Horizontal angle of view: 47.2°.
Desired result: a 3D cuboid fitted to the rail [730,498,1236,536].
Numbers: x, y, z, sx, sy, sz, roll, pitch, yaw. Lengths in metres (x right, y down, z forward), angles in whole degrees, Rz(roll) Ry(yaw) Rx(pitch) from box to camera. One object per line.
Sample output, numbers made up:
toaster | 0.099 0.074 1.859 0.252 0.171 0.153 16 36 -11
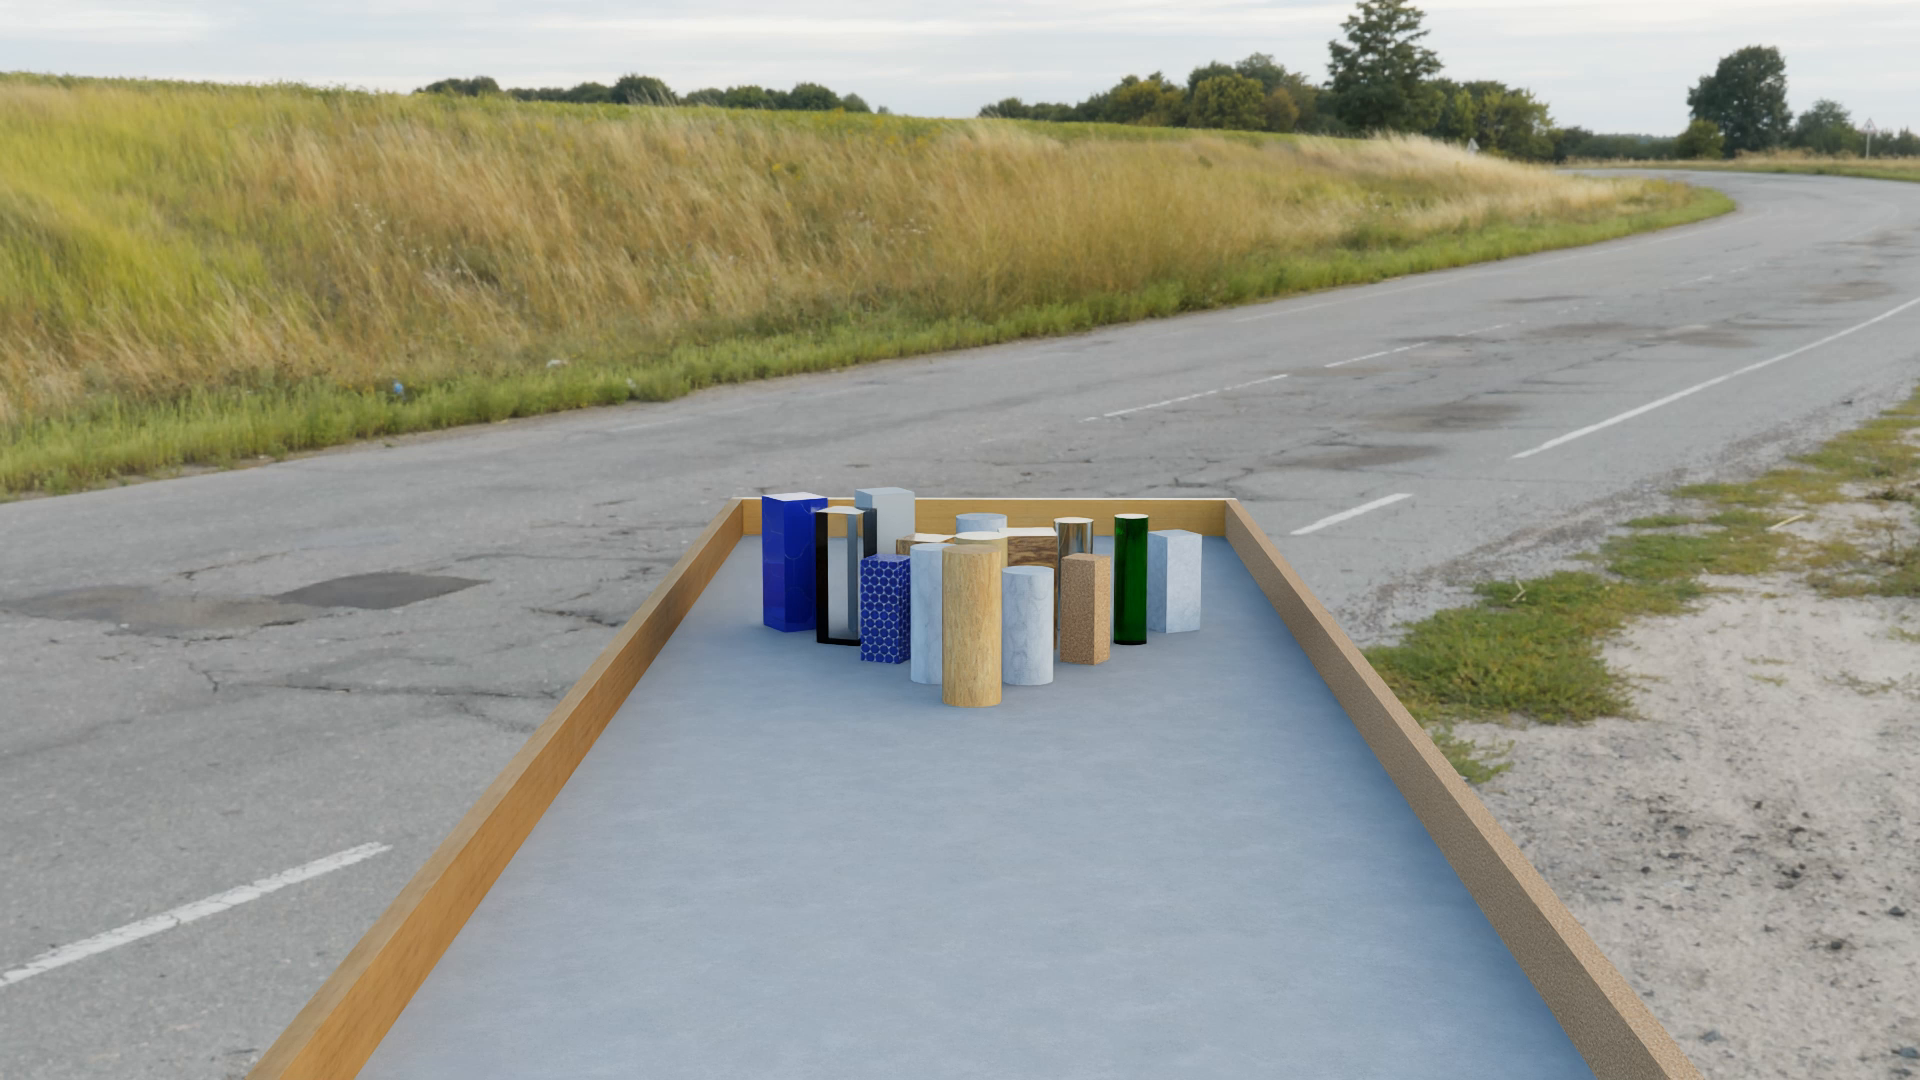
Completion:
rail | 0.099 -0.098 9.147 2.100 0.150 0.050 0 9 1

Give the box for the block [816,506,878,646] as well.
block | -0.358 0.112 6.962 0.145 0.419 0.145 4 10 23

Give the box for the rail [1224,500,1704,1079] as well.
rail | 1.046 0.843 3.208 0.050 0.150 12.000 0 9 1

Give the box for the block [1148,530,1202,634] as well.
block | 0.694 0.133 7.170 0.131 0.314 0.131 -5 10 -27

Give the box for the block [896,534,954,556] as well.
block | -0.106 0.157 6.959 0.146 0.332 0.146 4 10 22

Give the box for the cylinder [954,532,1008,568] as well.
cylinder | 0.064 0.177 6.658 0.161 0.386 0.161 0 9 0

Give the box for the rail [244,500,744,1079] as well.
rail | -1.004 0.839 3.234 0.050 0.150 12.000 0 9 1

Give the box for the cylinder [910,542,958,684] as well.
cylinder | -0.071 0.213 6.416 0.147 0.391 0.147 0 9 0

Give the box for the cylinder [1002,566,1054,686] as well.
cylinder | 0.197 0.247 6.408 0.153 0.325 0.153 0 9 0

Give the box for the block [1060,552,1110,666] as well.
block | 0.381 0.208 6.678 0.113 0.318 0.113 5 10 28

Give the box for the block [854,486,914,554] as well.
block | -0.245 0.063 7.175 0.148 0.450 0.148 -4 10 -25

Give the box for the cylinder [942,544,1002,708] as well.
cylinder | 0.033 0.238 6.135 0.166 0.430 0.166 0 9 0

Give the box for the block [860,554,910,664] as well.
block | -0.217 0.208 6.702 0.127 0.312 0.127 4 10 24

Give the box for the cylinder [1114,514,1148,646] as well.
cylinder | 0.539 0.124 6.938 0.106 0.404 0.106 0 9 0

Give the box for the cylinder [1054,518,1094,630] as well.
cylinder | 0.368 0.112 7.167 0.129 0.356 0.129 0 9 0

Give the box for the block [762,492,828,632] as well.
block | -0.539 0.071 7.189 0.159 0.430 0.159 -5 11 -31

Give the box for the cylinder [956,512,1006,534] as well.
cylinder | 0.071 0.101 7.223 0.168 0.360 0.168 0 9 0

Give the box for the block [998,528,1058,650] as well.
block | 0.211 0.151 6.908 0.173 0.359 0.173 -1 9 -4
